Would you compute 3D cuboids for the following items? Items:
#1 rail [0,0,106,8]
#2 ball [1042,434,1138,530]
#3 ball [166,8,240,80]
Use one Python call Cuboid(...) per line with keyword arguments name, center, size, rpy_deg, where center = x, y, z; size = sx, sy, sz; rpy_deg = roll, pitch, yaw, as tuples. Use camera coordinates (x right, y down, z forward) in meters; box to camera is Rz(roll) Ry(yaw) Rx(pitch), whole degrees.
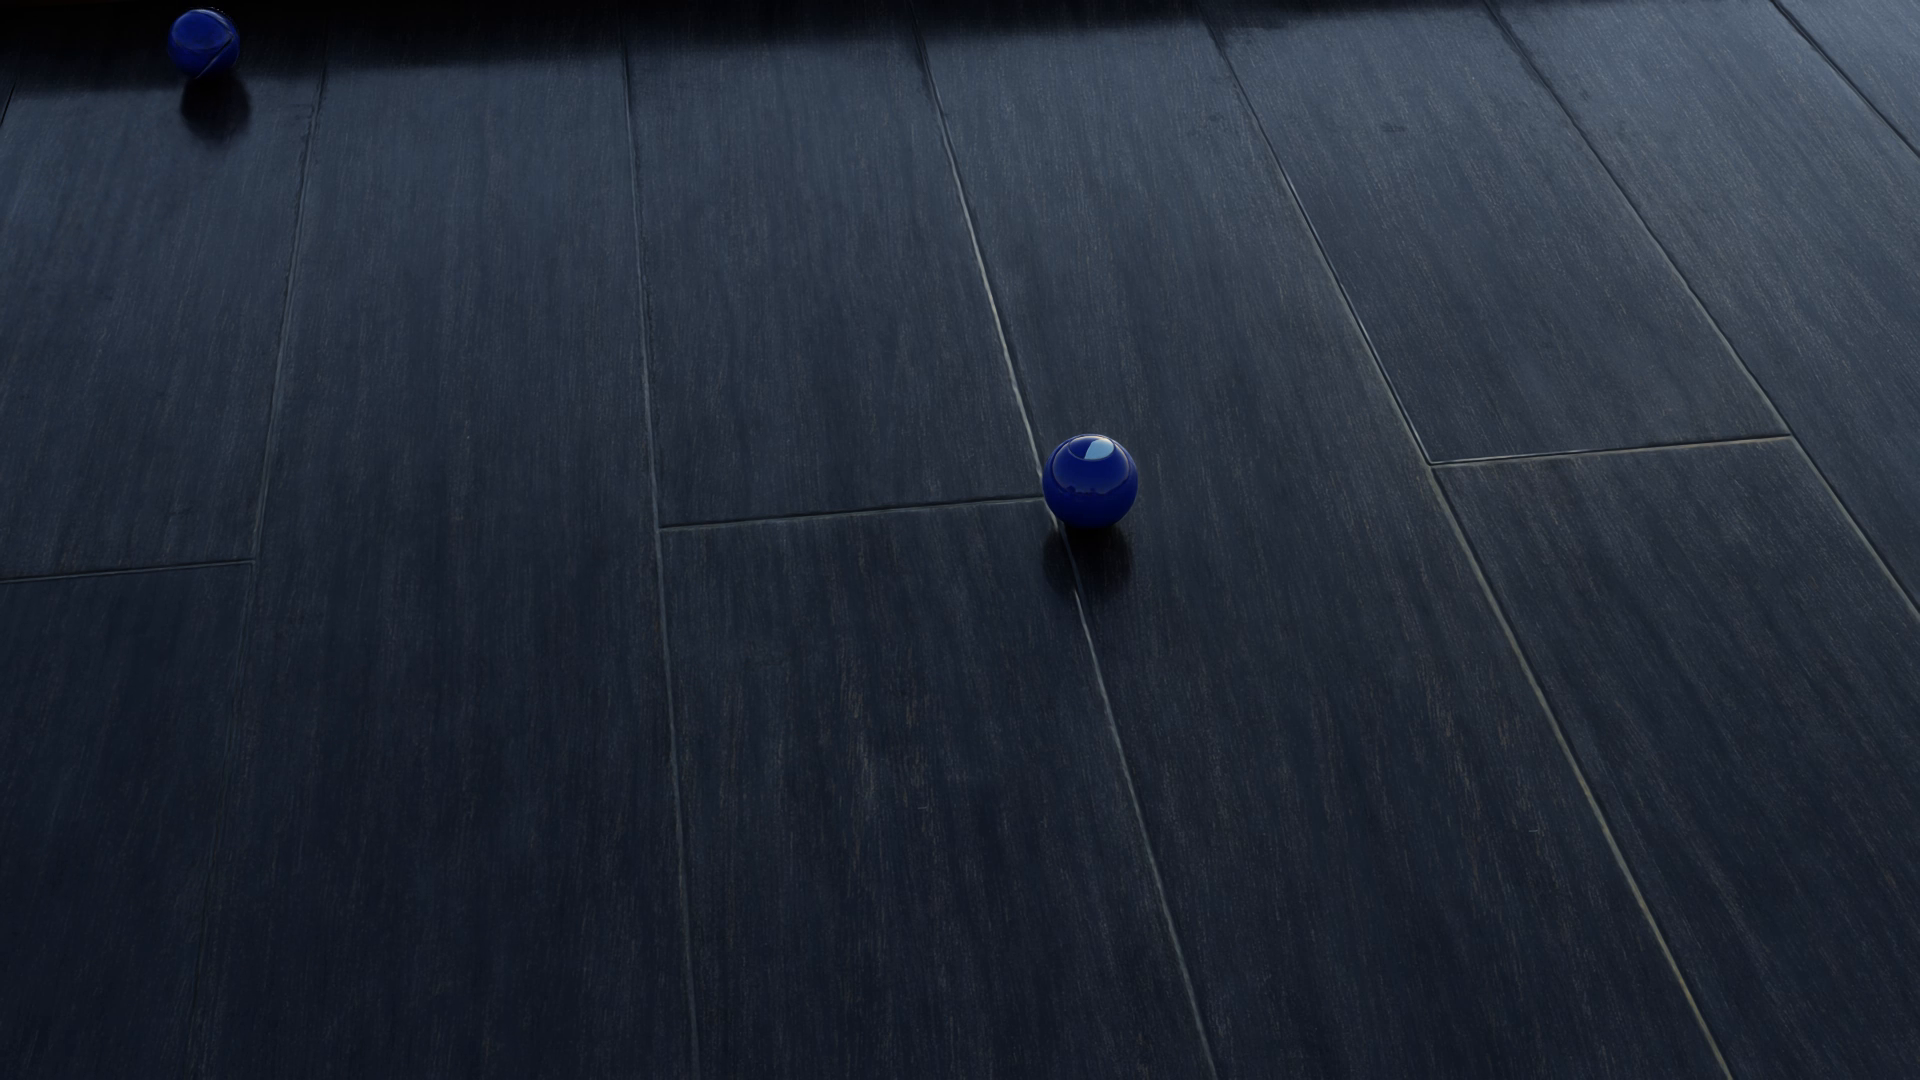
Cuboid(name="rail", center=(0.724, -0.612, 2.364), size=(3.425, 0.082, 0.045), rpy_deg=(-5, 37, -6))
Cuboid(name="ball", center=(0.082, -0.036, 1.608), size=(0.061, 0.061, 0.061), rpy_deg=(0, 37, 0))
Cuboid(name="ball", center=(-0.622, -0.408, 2.110), size=(0.058, 0.058, 0.058), rpy_deg=(0, 37, 0))
